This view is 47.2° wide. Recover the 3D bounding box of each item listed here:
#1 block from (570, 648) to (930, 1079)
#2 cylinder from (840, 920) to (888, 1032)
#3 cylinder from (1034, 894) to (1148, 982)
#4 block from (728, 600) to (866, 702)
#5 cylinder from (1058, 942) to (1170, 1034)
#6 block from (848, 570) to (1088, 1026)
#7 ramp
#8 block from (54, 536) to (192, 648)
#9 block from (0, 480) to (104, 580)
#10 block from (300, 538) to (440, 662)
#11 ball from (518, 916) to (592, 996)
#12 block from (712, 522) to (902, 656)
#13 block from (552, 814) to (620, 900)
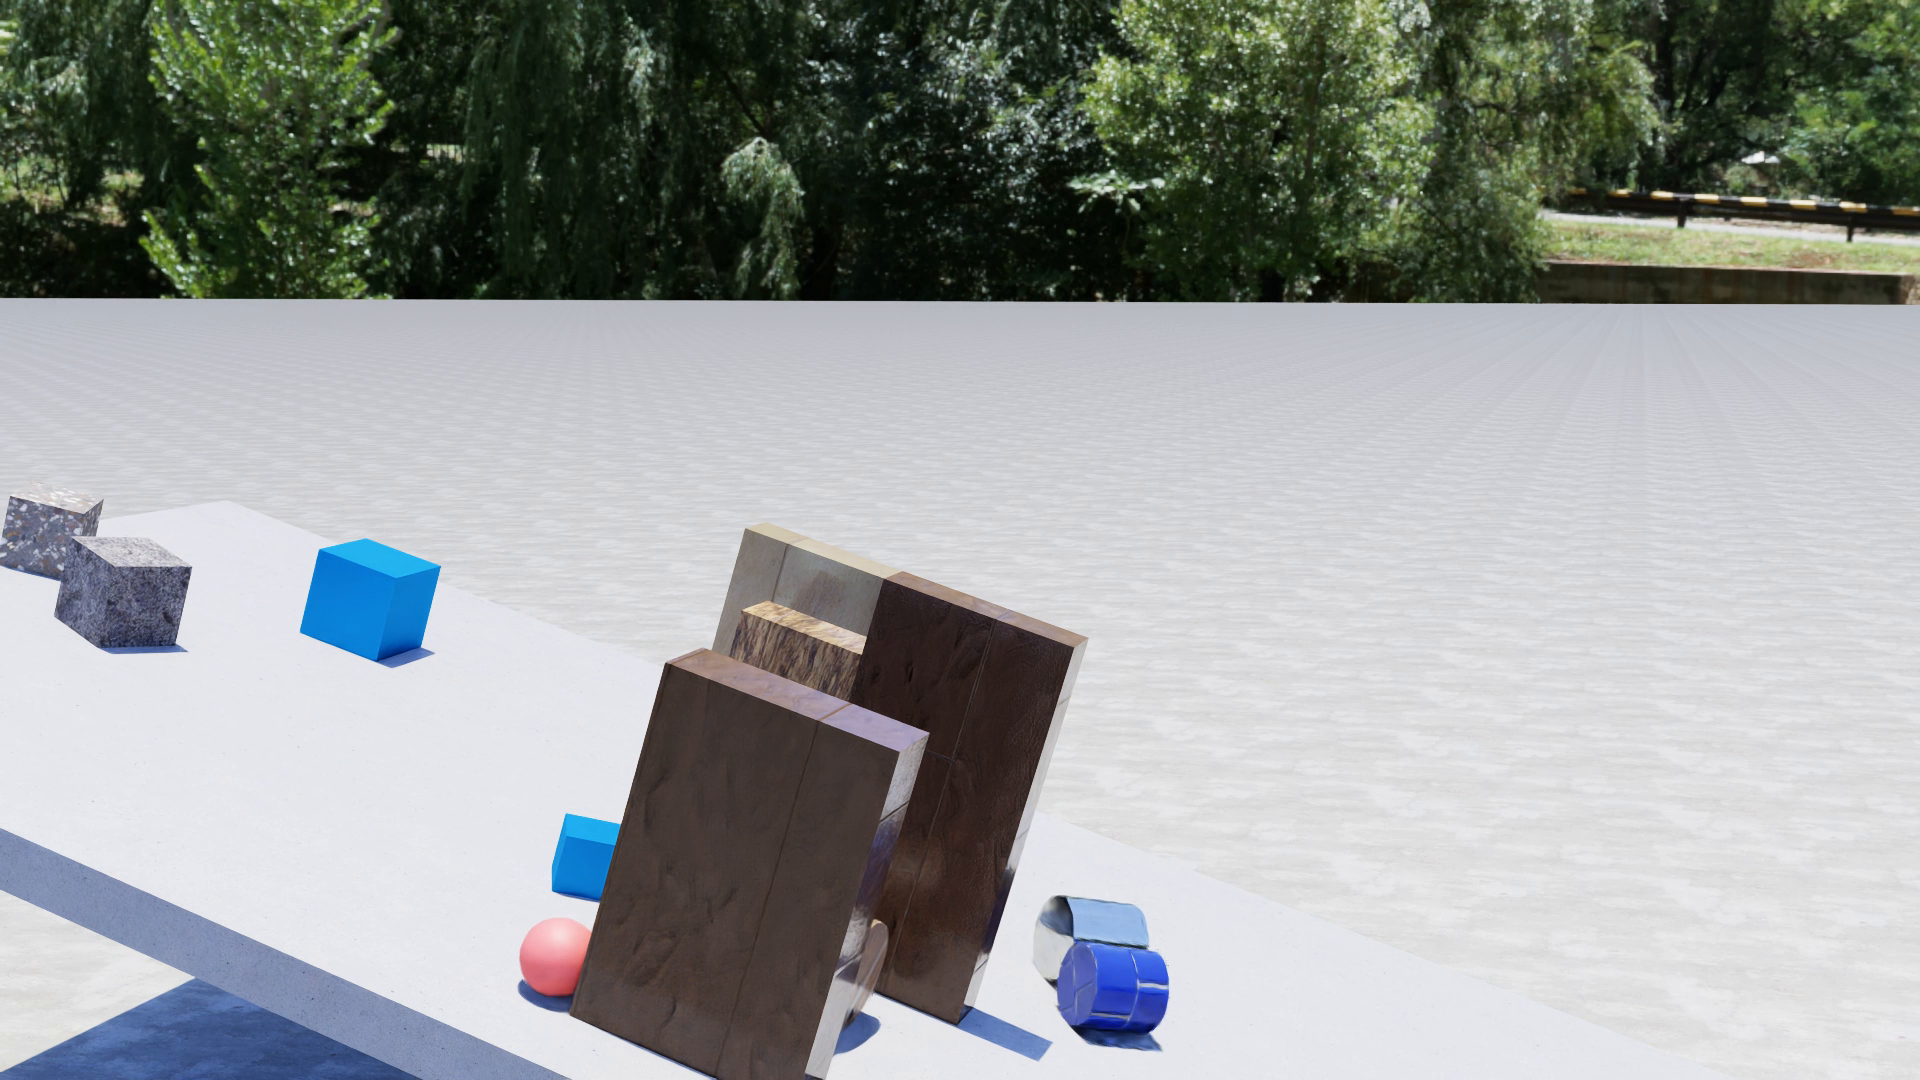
[{"bbox_3d":[-0.330,0.520,3.408,0.392,0.597,0.141,19,12,14],"label":"block"},{"bbox_3d":[-0.255,0.696,3.690,0.197,0.197,0.197,21,14,19],"label":"cylinder"},{"bbox_3d":[0.248,0.762,4.172,0.160,0.160,0.160,11,2,-24],"label":"cylinder"},{"bbox_3d":[-0.264,0.418,4.324,0.449,0.461,0.133,19,12,14],"label":"block"},{"bbox_3d":[0.278,0.814,3.996,0.149,0.149,0.149,11,2,-24],"label":"cylinder"},{"bbox_3d":[-0.053,0.450,3.848,0.353,0.708,0.103,19,12,14],"label":"block"},{"bbox_3d":[-0.367,0.705,4.233,4.000,0.100,2.000,19,12,14],"label":"ramp"},{"bbox_3d":[-1.710,0.105,4.493,0.174,0.174,0.174,25,14,35],"label":"block"},{"bbox_3d":[-1.972,-0.020,4.769,0.154,0.154,0.154,15,12,-9],"label":"block"},{"bbox_3d":[-1.308,0.131,4.883,0.195,0.195,0.195,19,12,13],"label":"block"},{"bbox_3d":[-0.638,0.662,3.495,0.124,0.124,0.124,0,7,0],"label":"ball"},{"bbox_3d":[-0.341,0.268,4.805,0.385,0.508,0.122,19,12,14],"label":"block"},{"bbox_3d":[-0.666,0.569,3.938,0.107,0.107,0.107,14,12,-14],"label":"block"}]
